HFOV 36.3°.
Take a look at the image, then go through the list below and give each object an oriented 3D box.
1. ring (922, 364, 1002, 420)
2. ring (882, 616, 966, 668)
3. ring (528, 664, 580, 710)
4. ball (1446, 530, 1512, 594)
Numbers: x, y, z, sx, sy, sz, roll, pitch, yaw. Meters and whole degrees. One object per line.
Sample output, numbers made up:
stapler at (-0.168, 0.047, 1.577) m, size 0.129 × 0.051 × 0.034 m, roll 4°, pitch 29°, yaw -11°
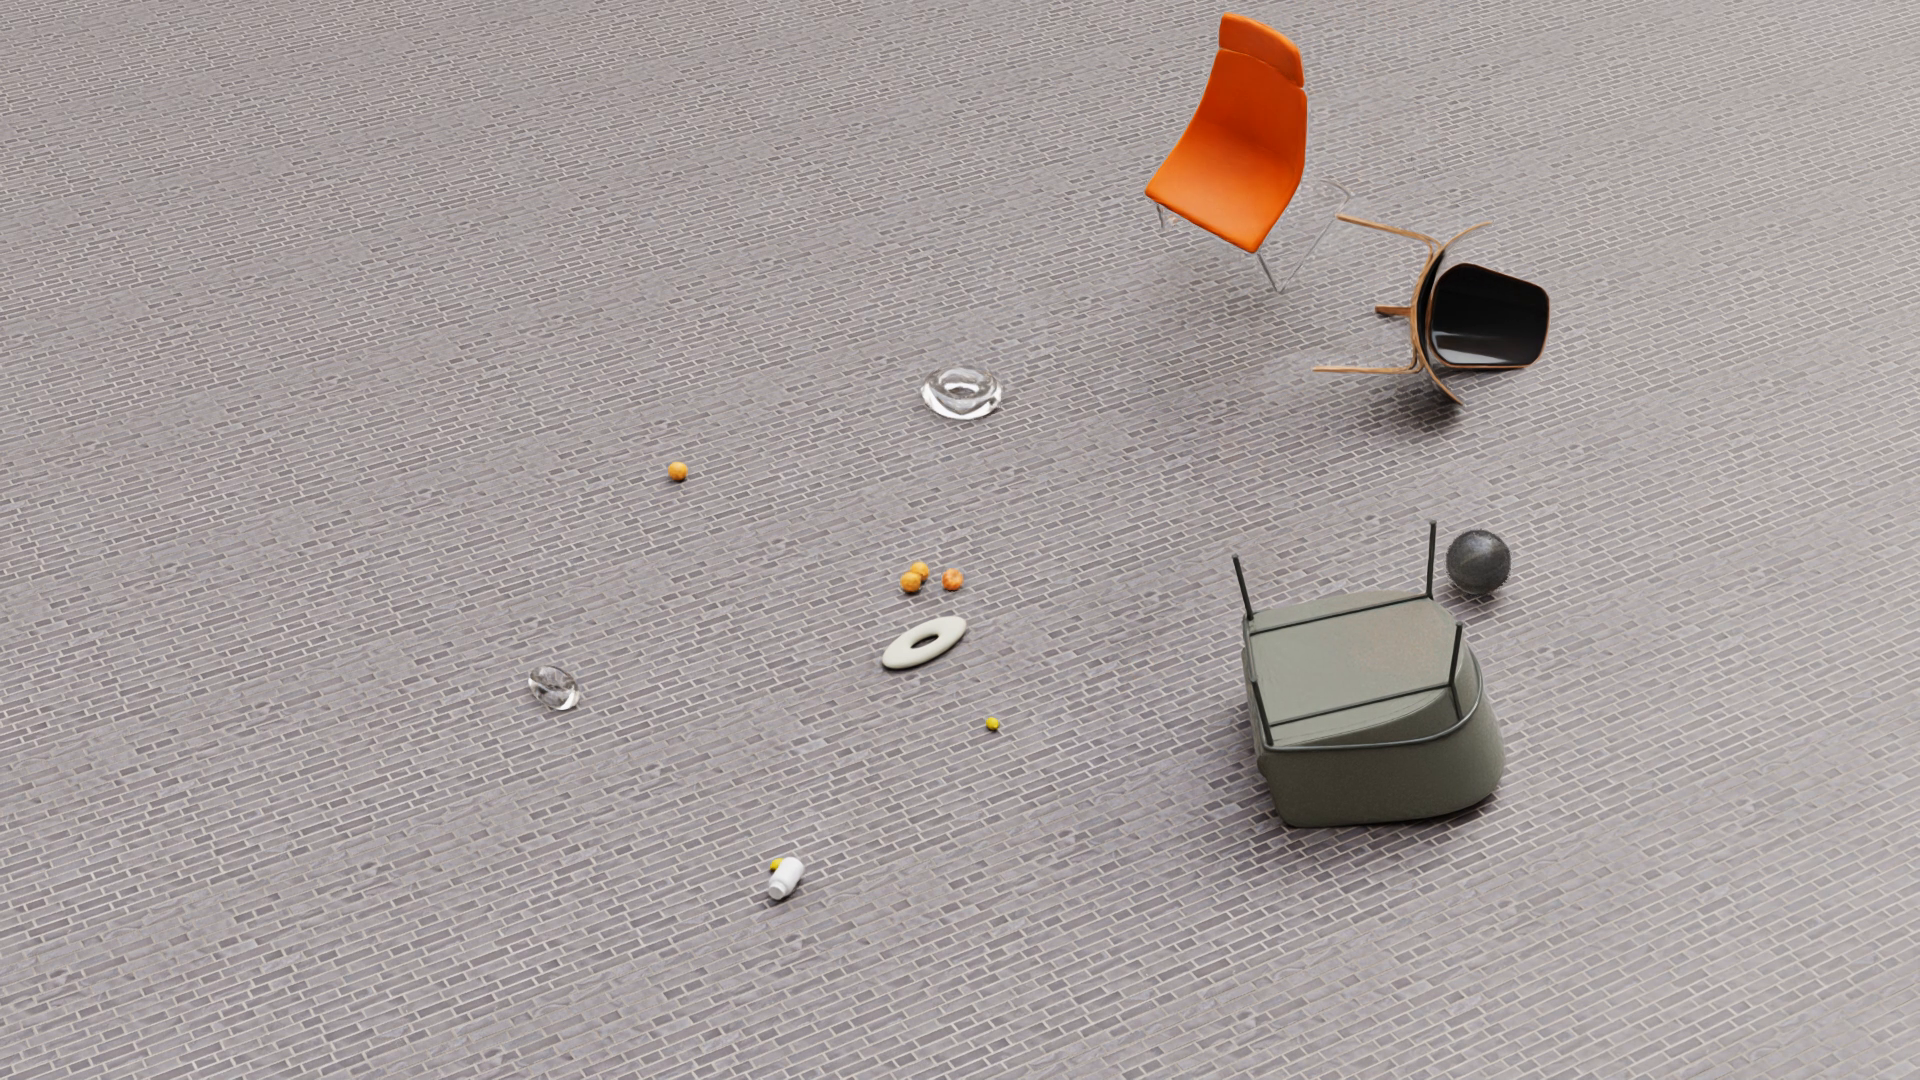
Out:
ring at (0.007, -0.595, 11.758) m, size 0.324 × 0.084 × 0.328 m, roll 16°, pitch 40°, yaw 14°
ring at (-0.124, 0.361, 10.353) m, size 0.168 × 0.048 × 0.387 m, roll 28°, pitch 43°, yaw 37°
ring at (-1.400, 0.507, 10.113) m, size 0.146 × 0.069 × 0.239 m, roll -25°, pitch 41°, yaw -30°
ball at (1.876, 0.080, 10.609) m, size 0.236 × 0.236 × 0.236 m, roll 0°, pitch 33°, yaw 0°
